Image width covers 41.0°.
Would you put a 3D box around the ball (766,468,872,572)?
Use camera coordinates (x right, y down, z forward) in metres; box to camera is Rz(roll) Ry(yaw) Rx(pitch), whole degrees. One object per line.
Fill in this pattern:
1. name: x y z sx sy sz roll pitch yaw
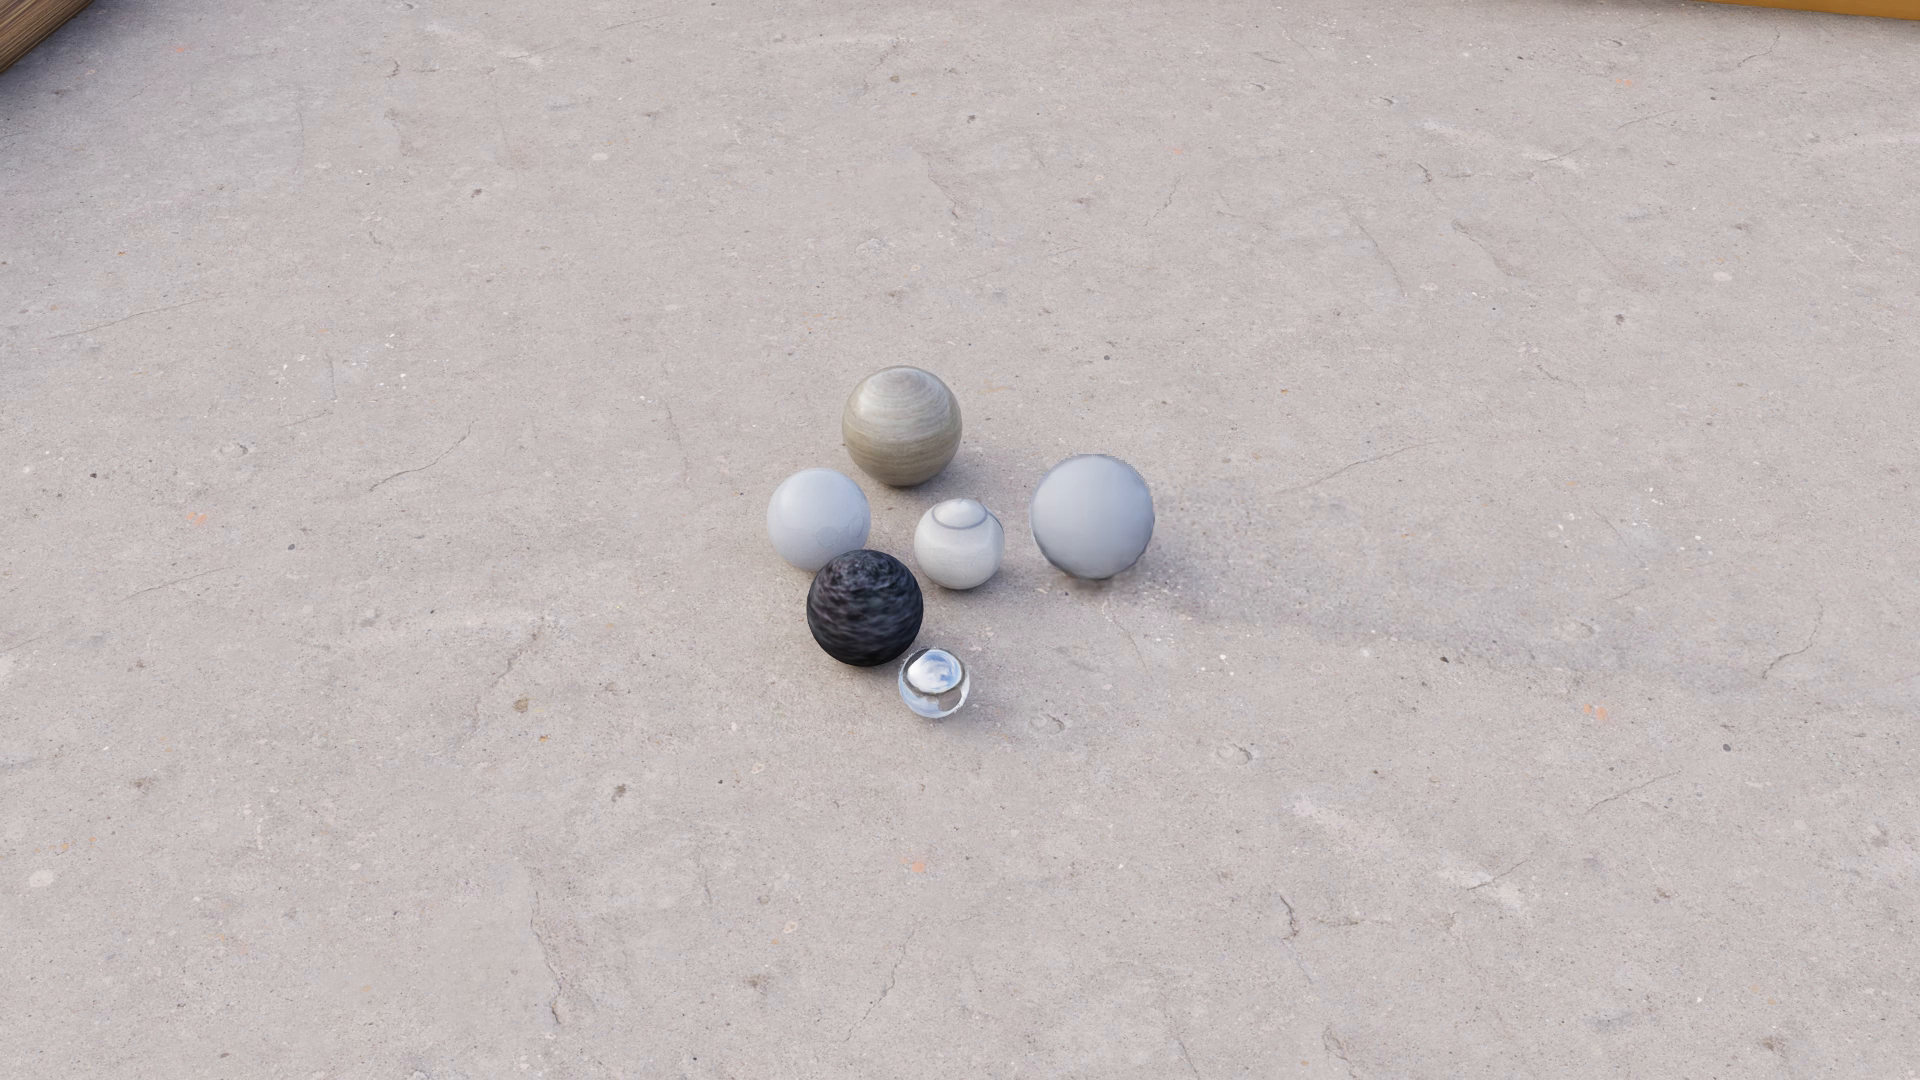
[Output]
1. ball: -0.099 -0.014 1.803 0.074 0.074 0.074 0 35 0

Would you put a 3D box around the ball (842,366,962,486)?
1. ball: -0.043 -0.084 1.891 0.089 0.089 0.089 0 35 0

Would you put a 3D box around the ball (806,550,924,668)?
1. ball: -0.063 0.046 1.713 0.079 0.079 0.079 0 35 0

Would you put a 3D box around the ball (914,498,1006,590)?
1. ball: 0.000 0.003 1.788 0.064 0.064 0.064 0 35 0

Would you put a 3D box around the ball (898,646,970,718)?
1. ball: -0.017 0.093 1.673 0.046 0.046 0.046 0 35 0

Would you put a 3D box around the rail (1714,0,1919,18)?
1. rail: 1.334 -0.516 2.486 4.413 0.116 0.045 8 36 11

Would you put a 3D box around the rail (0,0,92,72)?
1. rail: -1.052 -0.159 1.973 0.045 0.116 2.344 8 36 11

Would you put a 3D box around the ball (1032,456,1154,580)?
1. ball: 0.093 -0.016 1.795 0.086 0.086 0.086 0 35 0
